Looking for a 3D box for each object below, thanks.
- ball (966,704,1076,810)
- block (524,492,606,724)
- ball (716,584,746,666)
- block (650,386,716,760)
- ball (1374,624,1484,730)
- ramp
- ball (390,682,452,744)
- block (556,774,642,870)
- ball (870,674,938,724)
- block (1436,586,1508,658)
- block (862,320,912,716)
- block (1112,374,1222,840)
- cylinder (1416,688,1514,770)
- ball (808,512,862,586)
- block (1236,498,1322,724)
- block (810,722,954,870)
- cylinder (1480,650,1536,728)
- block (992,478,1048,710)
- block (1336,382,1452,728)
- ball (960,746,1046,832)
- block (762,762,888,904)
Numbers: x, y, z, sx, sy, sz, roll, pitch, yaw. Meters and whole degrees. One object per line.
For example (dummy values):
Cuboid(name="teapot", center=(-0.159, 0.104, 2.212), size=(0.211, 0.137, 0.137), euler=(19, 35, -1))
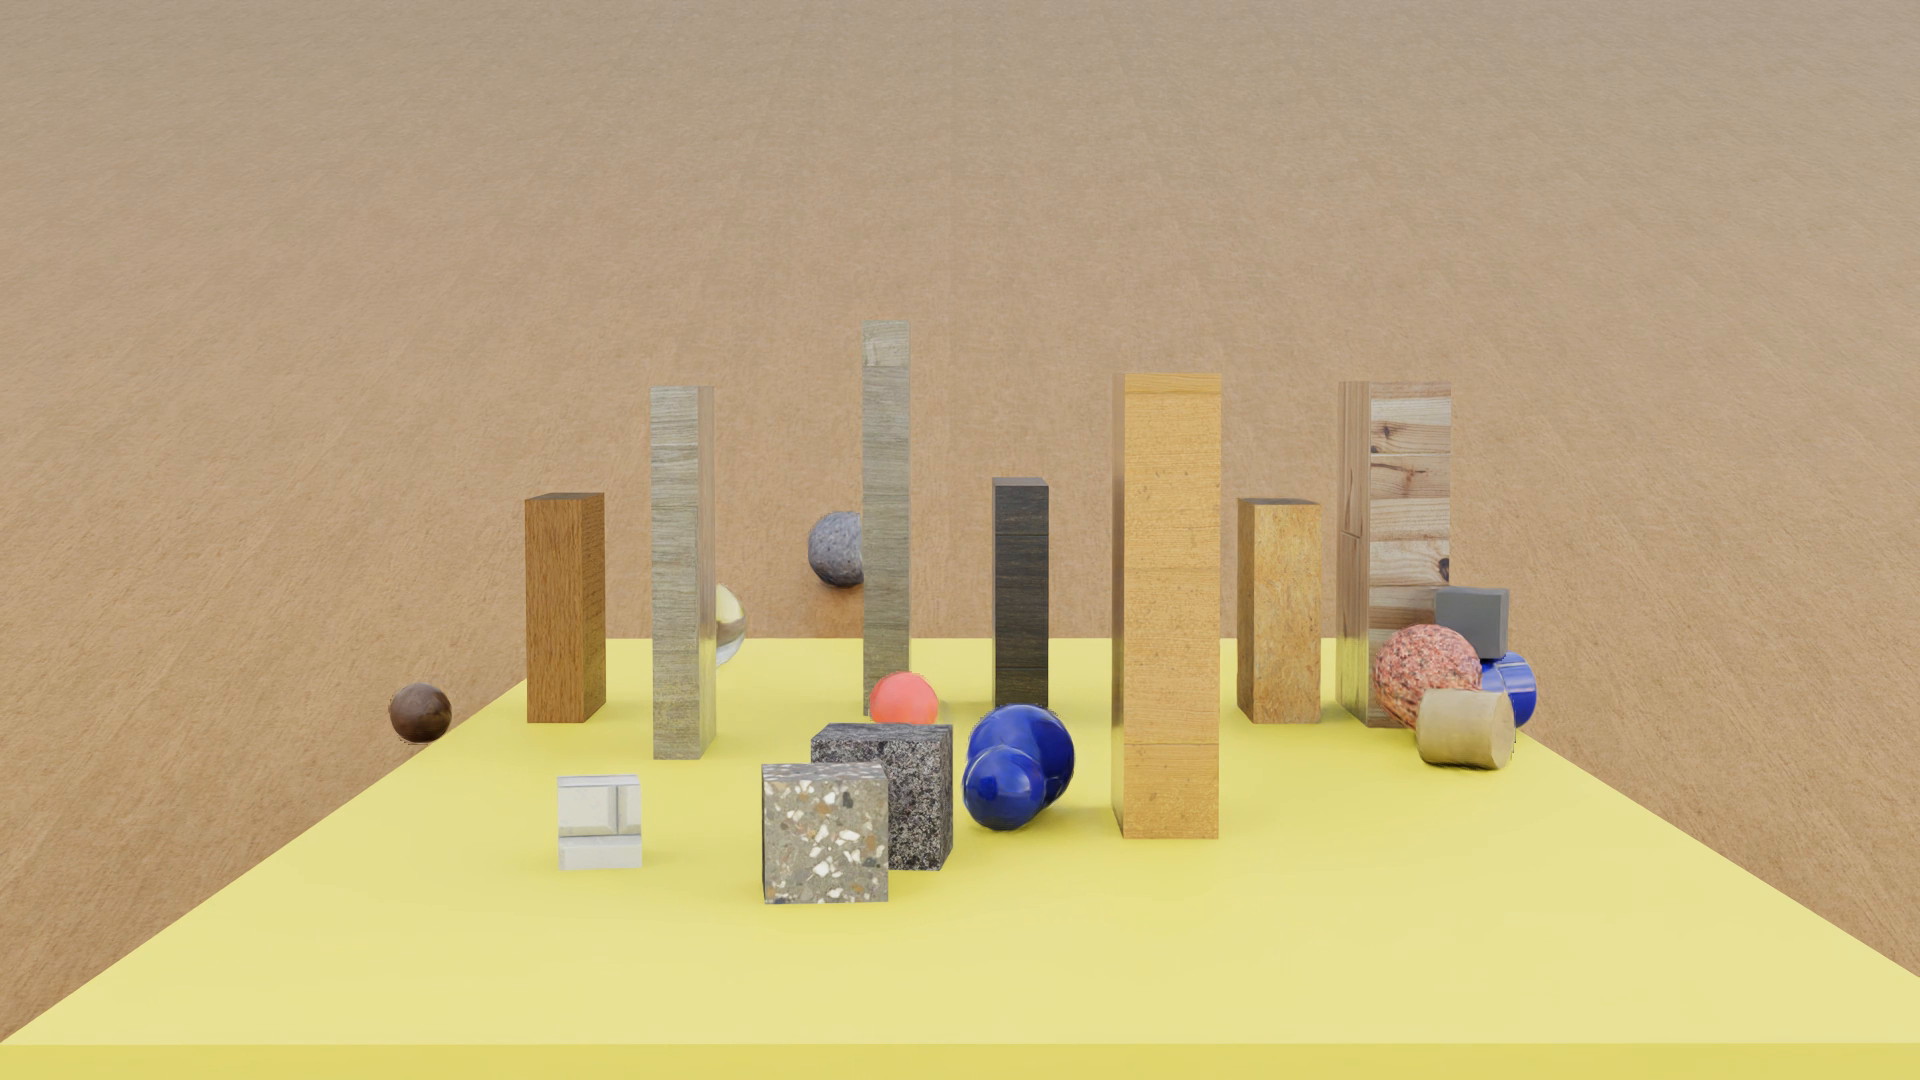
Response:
Cuboid(name="ball", center=(0.093, 0.331, 3.885), size=(0.166, 0.166, 0.166), euler=(0, 20, 0))
Cuboid(name="block", center=(-0.775, 0.127, 5.061), size=(0.108, 0.428, 0.318), euler=(0, 4, 0))
Cuboid(name="ball", center=(-0.585, 0.194, 5.831), size=(0.200, 0.200, 0.200), euler=(0, 20, 0))
Cuboid(name="block", center=(-0.491, 0.048, 4.575), size=(0.081, 0.645, 0.310), euler=(0, 4, 0))
Cuboid(name="ball", center=(0.844, 0.249, 4.632), size=(0.195, 0.195, 0.195), euler=(0, 20, 0))
Cuboid(name="ramp", center=(0.047, 0.424, 4.534), size=(2.000, 0.100, 4.000), euler=(0, 4, 0))
Cuboid(name="ball", center=(-1.023, 0.328, 4.870), size=(0.115, 0.115, 0.115), euler=(0, 20, 0))
Cuboid(name="block", center=(-0.492, 0.383, 3.496), size=(0.110, 0.110, 0.110), euler=(-1, 4, -10))
Cuboid(name="ball", center=(-0.101, 0.304, 4.661), size=(0.124, 0.124, 0.124), euler=(0, 20, 0))
Cuboid(name="block", center=(0.946, 0.152, 4.751), size=(0.117, 0.117, 0.117), euler=(3, 5, 18))
Cuboid(name="block", center=(-0.145, -0.049, 5.132), size=(0.090, 0.771, 0.277), euler=(0, 4, 0))
Cuboid(name="block", center=(0.301, 0.087, 3.791), size=(0.136, 0.664, 0.292), euler=(0, 4, 0))
Cuboid(name="cylinder", center=(0.857, 0.319, 4.355), size=(0.129, 0.129, 0.129), euler=(2, 19, 29))
Cuboid(name="ball", center=(-0.320, 0.026, 7.119), size=(0.207, 0.207, 0.207), euler=(0, 20, 0))
Cuboid(name="block", center=(0.623, 0.133, 5.028), size=(0.128, 0.418, 0.290), euler=(0, 4, 0))
Cuboid(name="block", center=(-0.105, 0.349, 3.519), size=(0.174, 0.174, 0.174), euler=(0, 4, 6))
Cuboid(name="cylinder", center=(0.965, 0.284, 4.775), size=(0.149, 0.149, 0.149), euler=(-2, 18, -34))
Cuboid(name="block", center=(0.116, 0.113, 5.042), size=(0.101, 0.457, 0.421), euler=(0, 4, 0))
Cuboid(name="block", center=(0.843, 0.016, 5.028), size=(0.149, 0.652, 0.419), euler=(0, 4, 0))
Cuboid(name="ball", center=(0.063, 0.361, 3.735), size=(0.125, 0.125, 0.125), euler=(0, 20, 0))
Cuboid(name="block", center=(-0.175, 0.373, 3.289), size=(0.154, 0.154, 0.154), euler=(0, 4, -6))
